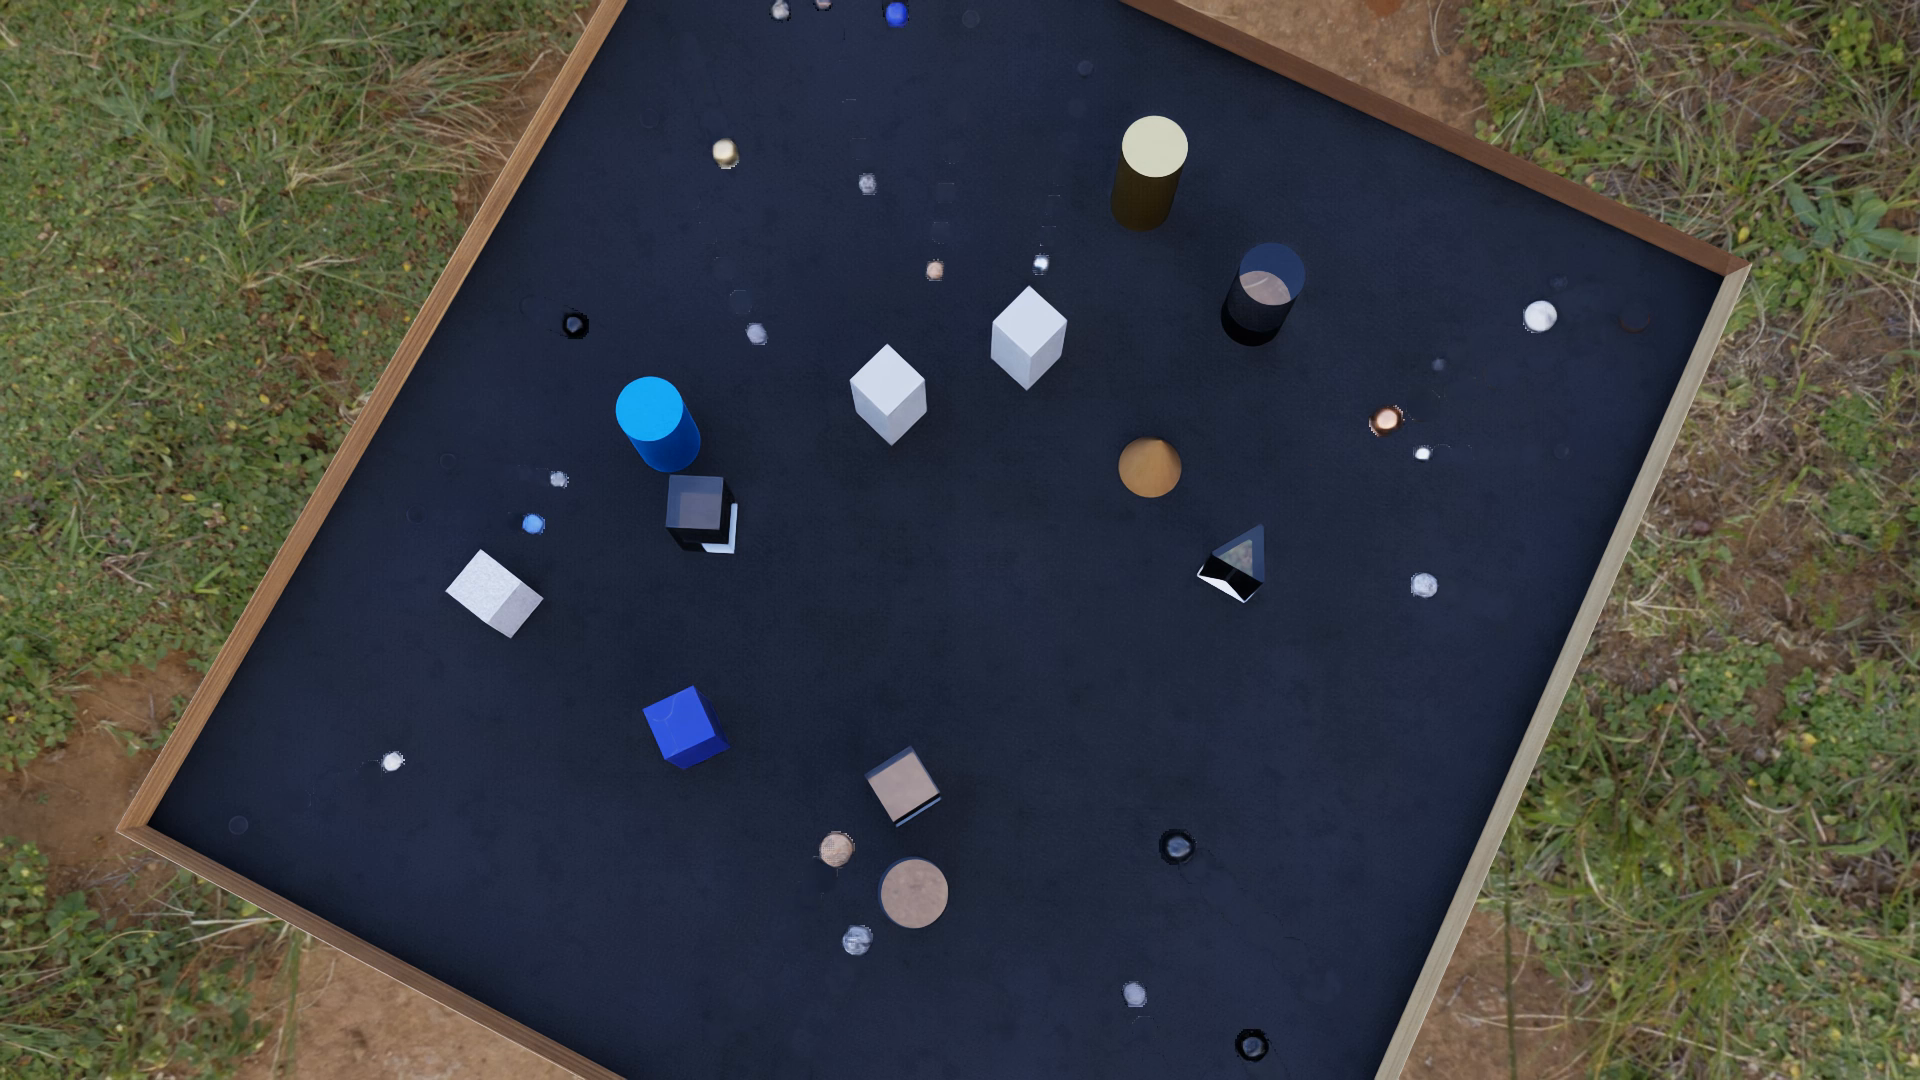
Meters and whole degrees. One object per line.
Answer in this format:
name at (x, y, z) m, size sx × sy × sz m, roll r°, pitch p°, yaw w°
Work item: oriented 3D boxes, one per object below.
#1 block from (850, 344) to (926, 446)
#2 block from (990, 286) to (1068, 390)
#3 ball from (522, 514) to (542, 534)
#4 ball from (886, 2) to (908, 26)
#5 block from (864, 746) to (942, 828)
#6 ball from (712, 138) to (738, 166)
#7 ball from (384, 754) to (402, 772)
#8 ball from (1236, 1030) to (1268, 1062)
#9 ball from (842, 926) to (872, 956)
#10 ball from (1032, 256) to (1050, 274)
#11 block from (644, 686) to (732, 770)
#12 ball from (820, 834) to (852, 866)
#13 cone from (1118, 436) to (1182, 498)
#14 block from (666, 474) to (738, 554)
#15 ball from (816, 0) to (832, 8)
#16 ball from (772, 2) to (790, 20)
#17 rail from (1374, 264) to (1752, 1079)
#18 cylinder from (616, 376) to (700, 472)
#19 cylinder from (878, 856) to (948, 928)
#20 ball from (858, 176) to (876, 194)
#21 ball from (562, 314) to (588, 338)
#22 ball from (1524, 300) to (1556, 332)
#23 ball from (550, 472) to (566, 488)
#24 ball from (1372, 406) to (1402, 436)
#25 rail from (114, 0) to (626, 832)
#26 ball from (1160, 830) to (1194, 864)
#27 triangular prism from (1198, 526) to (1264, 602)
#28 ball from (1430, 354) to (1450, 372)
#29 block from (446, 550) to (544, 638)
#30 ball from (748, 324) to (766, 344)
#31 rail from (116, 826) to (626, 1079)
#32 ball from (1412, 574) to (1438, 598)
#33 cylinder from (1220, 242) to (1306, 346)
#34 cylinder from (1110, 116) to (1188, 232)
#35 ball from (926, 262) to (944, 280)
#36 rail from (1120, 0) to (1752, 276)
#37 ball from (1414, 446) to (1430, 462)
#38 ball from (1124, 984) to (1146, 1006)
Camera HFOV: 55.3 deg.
block at (-0.213, -0.434, 5.530) m, size 0.156 × 0.346 × 0.156 m, roll 44°, pitch 82°, yaw 8°
block at (0.206, -0.608, 5.564) m, size 0.156 × 0.350 × 0.156 m, roll 43°, pitch 82°, yaw 8°
ball at (-1.305, -0.048, 5.597) m, size 0.058 × 0.058 × 0.058 m, roll 0°, pitch 78°, yaw 0°
ball at (-0.205, -1.703, 5.932) m, size 0.072 × 0.072 × 0.072 m, roll 0°, pitch 78°, yaw 0°
block at (-0.163, 0.716, 5.304) m, size 0.156 × 0.322 × 0.156 m, roll -32°, pitch 80°, yaw -6°
ball at (-0.746, -1.233, 5.828) m, size 0.086 × 0.086 × 0.086 m, roll 0°, pitch 78°, yaw 0°
ball at (-1.688, 0.661, 5.453) m, size 0.053 × 0.053 × 0.053 m, roll 0°, pitch 78°, yaw 0°
ball at (0.841, 1.455, 5.270) m, size 0.089 × 0.089 × 0.089 m, roll 0°, pitch 78°, yaw 0°
ball at (-0.299, 1.166, 5.332) m, size 0.084 × 0.084 × 0.084 m, roll 0°, pitch 78°, yaw 0°
ball at (0.257, -0.867, 5.768) m, size 0.055 × 0.055 × 0.055 m, roll 0°, pitch 78°, yaw 0°
block at (-0.788, 0.548, 5.318) m, size 0.156 × 0.363 × 0.156 m, roll -25°, pitch 79°, yaw -5°
ball at (-0.363, 0.910, 5.379) m, size 0.097 × 0.097 × 0.097 m, roll 0°, pitch 78°, yaw 0°
cone at (0.587, -0.259, 5.504) m, size 0.194 × 0.326 × 0.194 m, roll 0°, pitch 78°, yaw 0°
block at (-0.766, -0.074, 5.455) m, size 0.156 × 0.347 × 0.156 m, roll 3°, pitch 78°, yaw 1°
ball at (-0.444, -1.754, 5.952) m, size 0.053 × 0.053 × 0.053 m, roll 0°, pitch 78°, yaw 0°
ball at (-0.582, -1.717, 5.942) m, size 0.058 × 0.058 × 0.058 m, roll 0°, pitch 78°, yaw 0°
rail at (1.592, 0.786, 5.388) m, size 0.045 × 0.126 × 3.744 m, roll 26°, pitch 80°, yaw 5°
cylinder at (-0.900, -0.342, 5.494) m, size 0.194 × 0.378 × 0.194 m, roll 0°, pitch 78°, yaw 0°
cylinder at (-0.130, 1.006, 5.214) m, size 0.194 × 0.380 × 0.194 m, roll 0°, pitch 78°, yaw 0°
ball at (-0.294, -1.130, 5.822) m, size 0.056 × 0.056 × 0.056 m, roll 0°, pitch 78°, yaw 0°
ball at (-1.201, -0.669, 5.717) m, size 0.075 × 0.075 × 0.075 m, roll 0°, pitch 78°, yaw 0°
ball at (1.809, -0.698, 5.711) m, size 0.097 × 0.097 × 0.097 m, roll 0°, pitch 78°, yaw 0°
ball at (-1.235, -0.185, 5.631) m, size 0.048 × 0.048 × 0.048 m, roll 0°, pitch 78°, yaw 0°
ball at (1.314, -0.367, 5.645) m, size 0.092 × 0.092 × 0.092 m, roll 0°, pitch 78°, yaw 0°
rail at (-1.592, -0.773, 5.711) m, size 0.045 × 0.126 × 3.744 m, roll 26°, pitch 80°, yaw 5°
ball at (0.639, 0.901, 5.380) m, size 0.097 × 0.097 × 0.097 m, roll 0°, pitch 78°, yaw 0°
triangular prism at (0.833, 0.052, 5.432) m, size 0.168 × 0.340 × 0.146 m, roll 30°, pitch 80°, yaw 6°
ball at (1.493, -0.548, 5.701) m, size 0.056 × 0.056 × 0.056 m, roll 0°, pitch 78°, yaw 0°
block at (-1.377, 0.163, 5.436) m, size 0.156 × 0.289 × 0.156 m, roll 37°, pitch 81°, yaw 7°
ball at (-0.635, -0.643, 5.719) m, size 0.059 × 0.059 × 0.059 m, roll 0°, pitch 78°, yaw 0°
rail at (-0.827, 1.626, 5.215) m, size 3.608 × 0.126 × 0.045 m, roll 26°, pitch 80°, yaw 5°
ball at (1.409, 0.138, 5.550) m, size 0.075 × 0.075 × 0.075 m, roll 0°, pitch 78°, yaw 0°
cylinder at (0.916, -0.741, 5.569) m, size 0.194 × 0.393 × 0.194 m, roll 0°, pitch 78°, yaw 0°
cylinder at (0.576, -1.118, 5.624) m, size 0.194 × 0.438 × 0.194 m, roll 0°, pitch 78°, yaw 0°
ball at (-0.078, -0.848, 5.764) m, size 0.055 × 0.055 × 0.055 m, roll 0°, pitch 78°, yaw 0°
rail at (0.827, -1.612, 5.885) m, size 3.608 × 0.126 × 0.045 m, roll 26°, pitch 80°, yaw 5°
ball at (1.425, -0.265, 5.646) m, size 0.050 × 0.050 × 0.050 m, roll 0°, pitch 78°, yaw 0°
ball at (0.505, 1.317, 5.312) m, size 0.062 × 0.062 × 0.062 m, roll 0°, pitch 78°, yaw 0°
